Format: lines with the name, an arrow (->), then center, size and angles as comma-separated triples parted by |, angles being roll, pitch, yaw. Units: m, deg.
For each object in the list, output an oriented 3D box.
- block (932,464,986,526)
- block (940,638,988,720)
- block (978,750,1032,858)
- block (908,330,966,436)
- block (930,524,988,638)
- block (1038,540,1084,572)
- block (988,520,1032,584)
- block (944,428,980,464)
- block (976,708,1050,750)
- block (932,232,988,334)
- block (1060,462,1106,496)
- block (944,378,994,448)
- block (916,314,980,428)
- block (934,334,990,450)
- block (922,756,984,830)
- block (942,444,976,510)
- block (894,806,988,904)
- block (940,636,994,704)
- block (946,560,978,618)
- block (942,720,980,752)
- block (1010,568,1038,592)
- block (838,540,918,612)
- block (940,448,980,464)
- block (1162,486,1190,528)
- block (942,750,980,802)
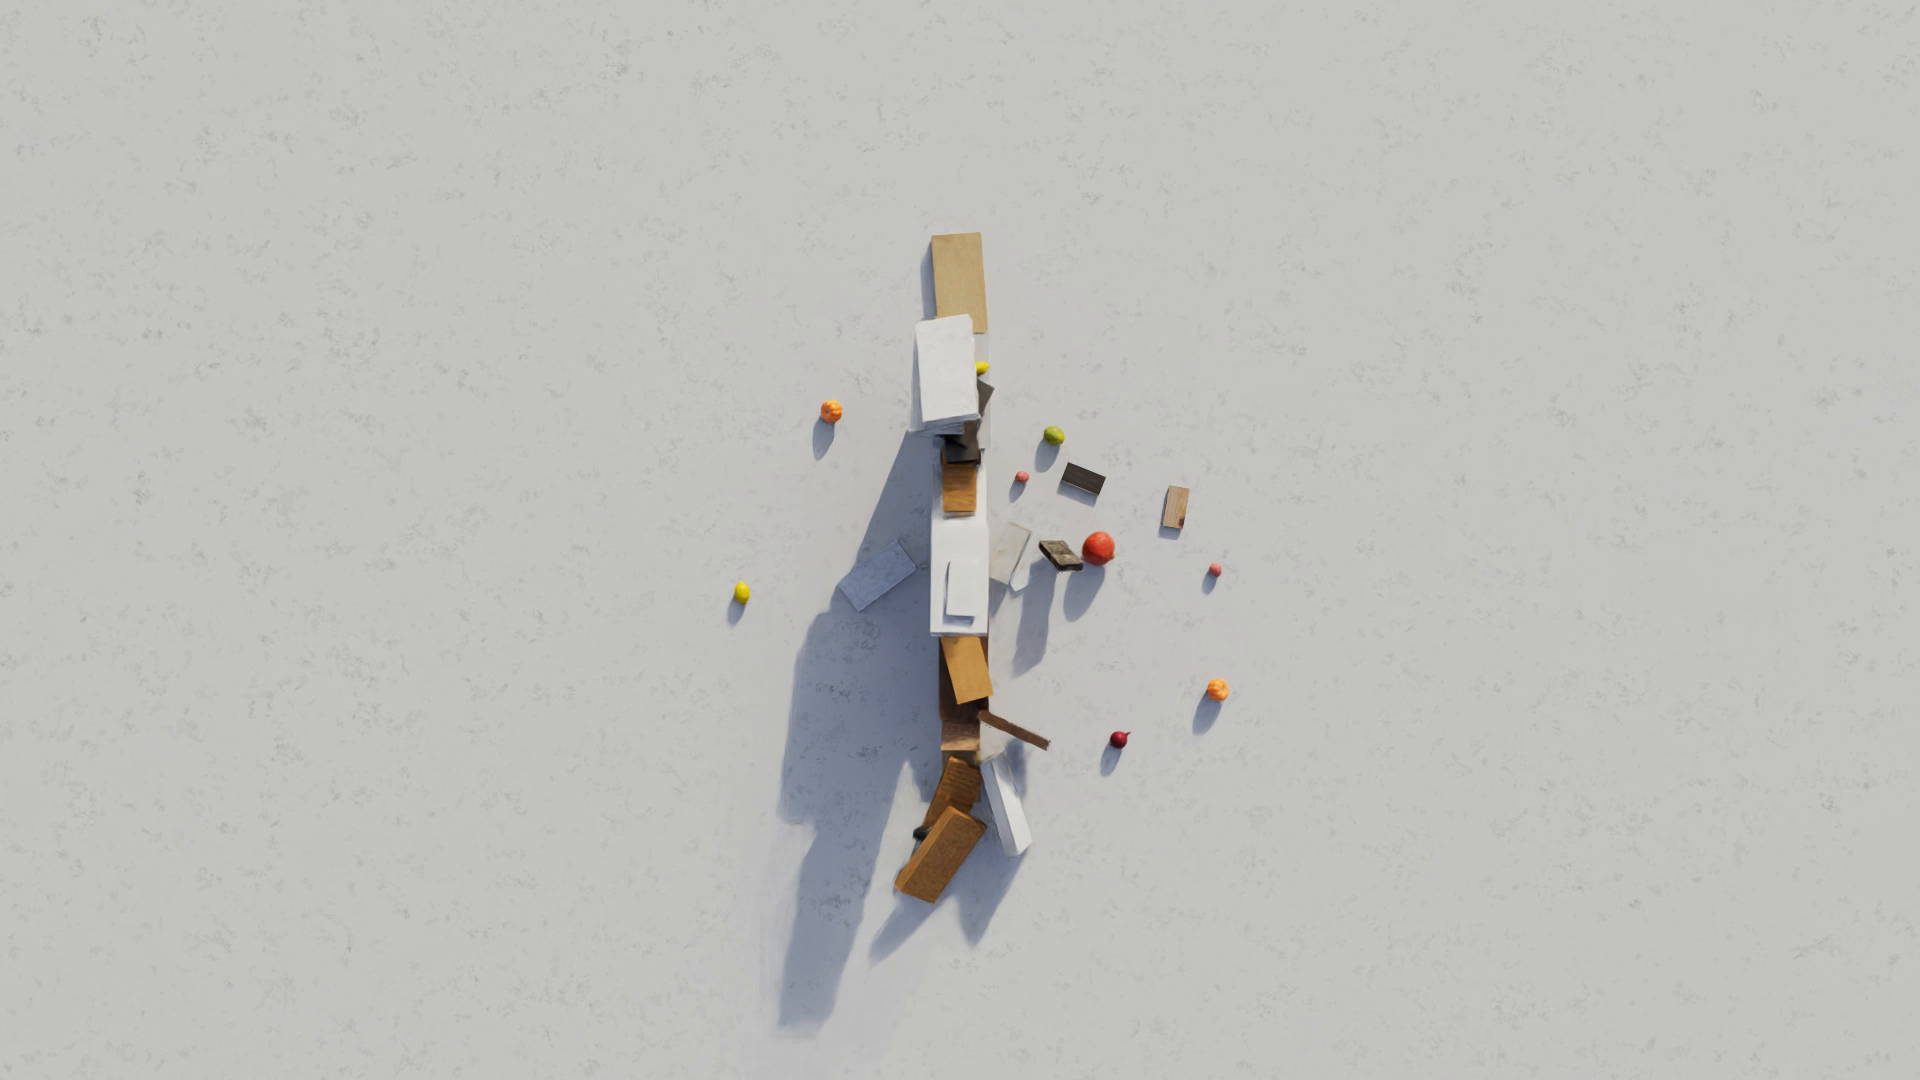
block -> -0.003, -0.069, 5.121 | 0.169, 0.048, 0.338 | 0, 68, 0
block -> 0.013, 0.420, 5.405 | 0.159, 0.045, 0.332 | 0, 92, 0
block -> 0.150, 0.864, 5.418 | 0.045, 0.159, 0.318 | -16, 90, 19
block -> -0.063, -0.482, 5.021 | 0.165, 0.047, 0.329 | -1, 73, 15
block -> -0.002, 0.122, 4.962 | 0.169, 0.048, 0.338 | 1, 71, 0
block -> 0.330, 0.050, 5.409 | 0.085, 0.170, 0.024 | -4, 119, -22
block -> 0.162, 0.043, 5.472 | 0.085, 0.024, 0.196 | 24, 90, 23
block -> 0.000, -0.338, 5.063 | 0.101, 0.029, 0.203 | -5, 79, -1
block -> 0.174, 0.618, 5.369 | 0.122, 0.245, 0.035 | 20, 83, 44
block -> 0.000, -0.848, 5.477 | 0.165, 0.047, 0.329 | -4, 90, 0
block -> 0.410, -0.203, 5.490 | 0.136, 0.019, 0.068 | 22, 90, 0
block -> 0.015, -0.396, 5.037 | 0.101, 0.029, 0.203 | 27, 80, -2
block -> -0.037, -0.511, 4.970 | 0.165, 0.047, 0.329 | -9, 70, 12
block -> 0.004, -0.460, 5.123 | 0.176, 0.050, 0.351 | 0, 90, 0
block -> -0.019, 0.851, 5.441 | 0.126, 0.036, 0.253 | 20, 104, -5
block -> -0.002, -0.192, 5.086 | 0.101, 0.029, 0.203 | 0, 92, 0
block -> -0.062, 1.035, 5.418 | 0.159, 0.045, 0.318 | 30, 97, -38
block -> 0.021, 0.399, 5.365 | 0.122, 0.035, 0.245 | -15, 92, 1
block -> 0.007, 0.146, 4.916 | 0.085, 0.024, 0.170 | 3, 71, 1
block -> 0.004, 0.569, 5.456 | 0.126, 0.036, 0.253 | 1, 78, 0
block -> 0.212, 0.131, 5.493 | 0.093, 0.013, 0.046 | -29, 90, 0
block -> -0.274, 0.118, 5.483 | 0.245, 0.035, 0.122 | -36, 90, 0
block -> 0.001, -0.174, 5.225 | 0.127, 0.036, 0.255 | 0, 90, 0
block -> 0.719, -0.109, 5.490 | 0.068, 0.019, 0.136 | 10, 90, 0
block -> 0.003, 0.743, 5.482 | 0.126, 0.036, 0.253 | 0, 90, 0
